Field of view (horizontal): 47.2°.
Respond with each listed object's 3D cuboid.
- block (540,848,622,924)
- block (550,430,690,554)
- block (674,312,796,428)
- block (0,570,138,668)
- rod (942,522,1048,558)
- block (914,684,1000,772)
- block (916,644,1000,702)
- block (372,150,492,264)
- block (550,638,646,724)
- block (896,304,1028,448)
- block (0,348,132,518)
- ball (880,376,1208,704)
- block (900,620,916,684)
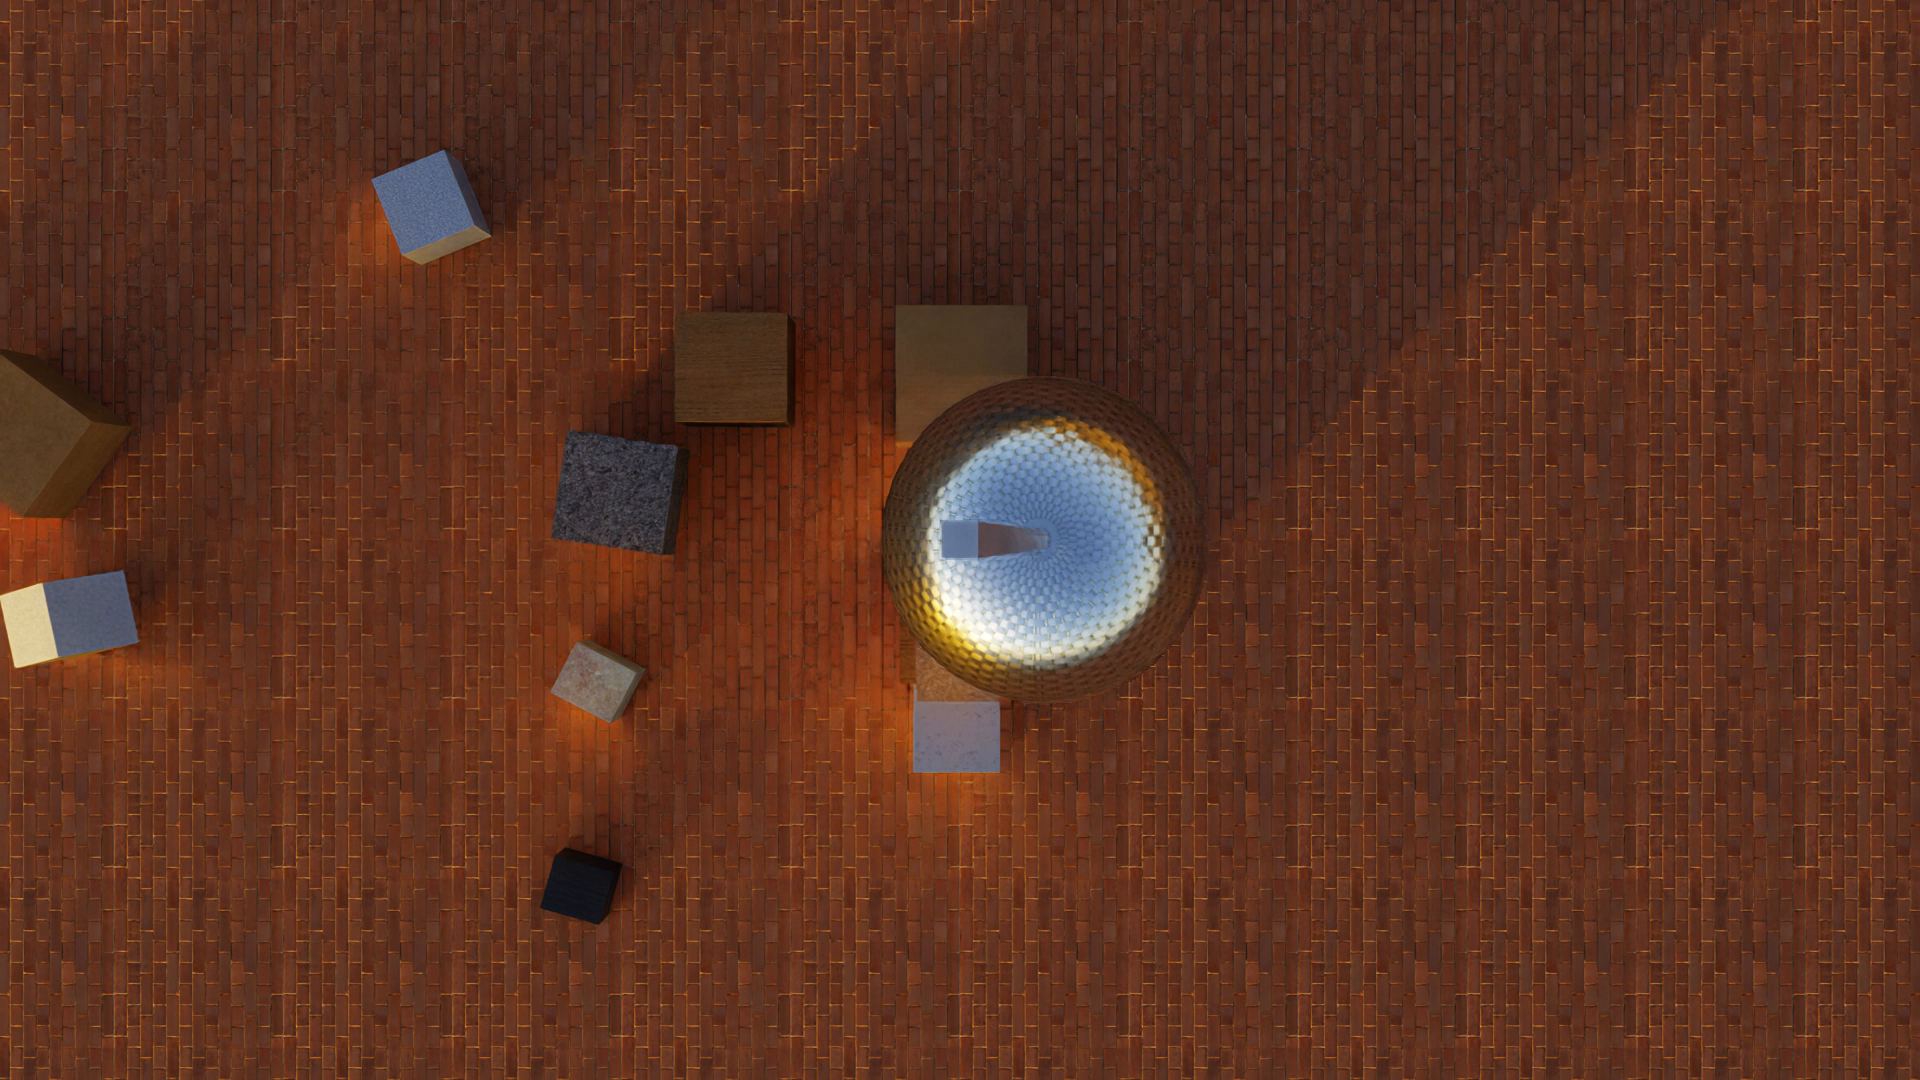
[{"bbox_3d":[-2.206,2.016,12.831,0.353,0.338,0.315,16,90,0],"label":"block"},{"bbox_3d":[-1.957,-0.271,12.727,0.636,0.545,0.622,9,90,0],"label":"block"},{"bbox_3d":[-1.289,-0.974,12.686,0.630,0.629,0.614,0,90,0],"label":"block"},{"bbox_3d":[-5.123,0.455,12.653,0.481,0.504,0.427,-12,90,39],"label":"block"},{"bbox_3d":[0.178,0.000,7.389,0.080,5.200,0.080,0,90,4],"label":"rod"},{"bbox_3d":[-0.019,1.067,12.724,0.492,0.552,0.497,0,90,0],"label":"block"},{"bbox_3d":[-0.011,0.656,12.160,0.452,0.393,0.447,0,90,0],"label":"block"},{"bbox_3d":[-3.065,-1.927,12.776,0.449,0.448,0.467,-22,90,0],"label":"block"},{"bbox_3d":[-2.106,0.819,12.814,0.388,0.372,0.328,27,90,0],"label":"block"},{"bbox_3d":[0.007,-0.930,12.659,0.740,0.681,0.771,0,90,0],"label":"block"},{"bbox_3d":[-5.375,-0.610,12.695,0.717,0.610,0.668,36,90,0],"label":"block"},{"bbox_3d":[0.410,0.000,10.781,1.600,1.600,1.600,0,90,0],"label":"ball"},{"bbox_3d":[0.002,0.473,12.678,0.682,0.643,0.674,0,90,0],"label":"block"}]
